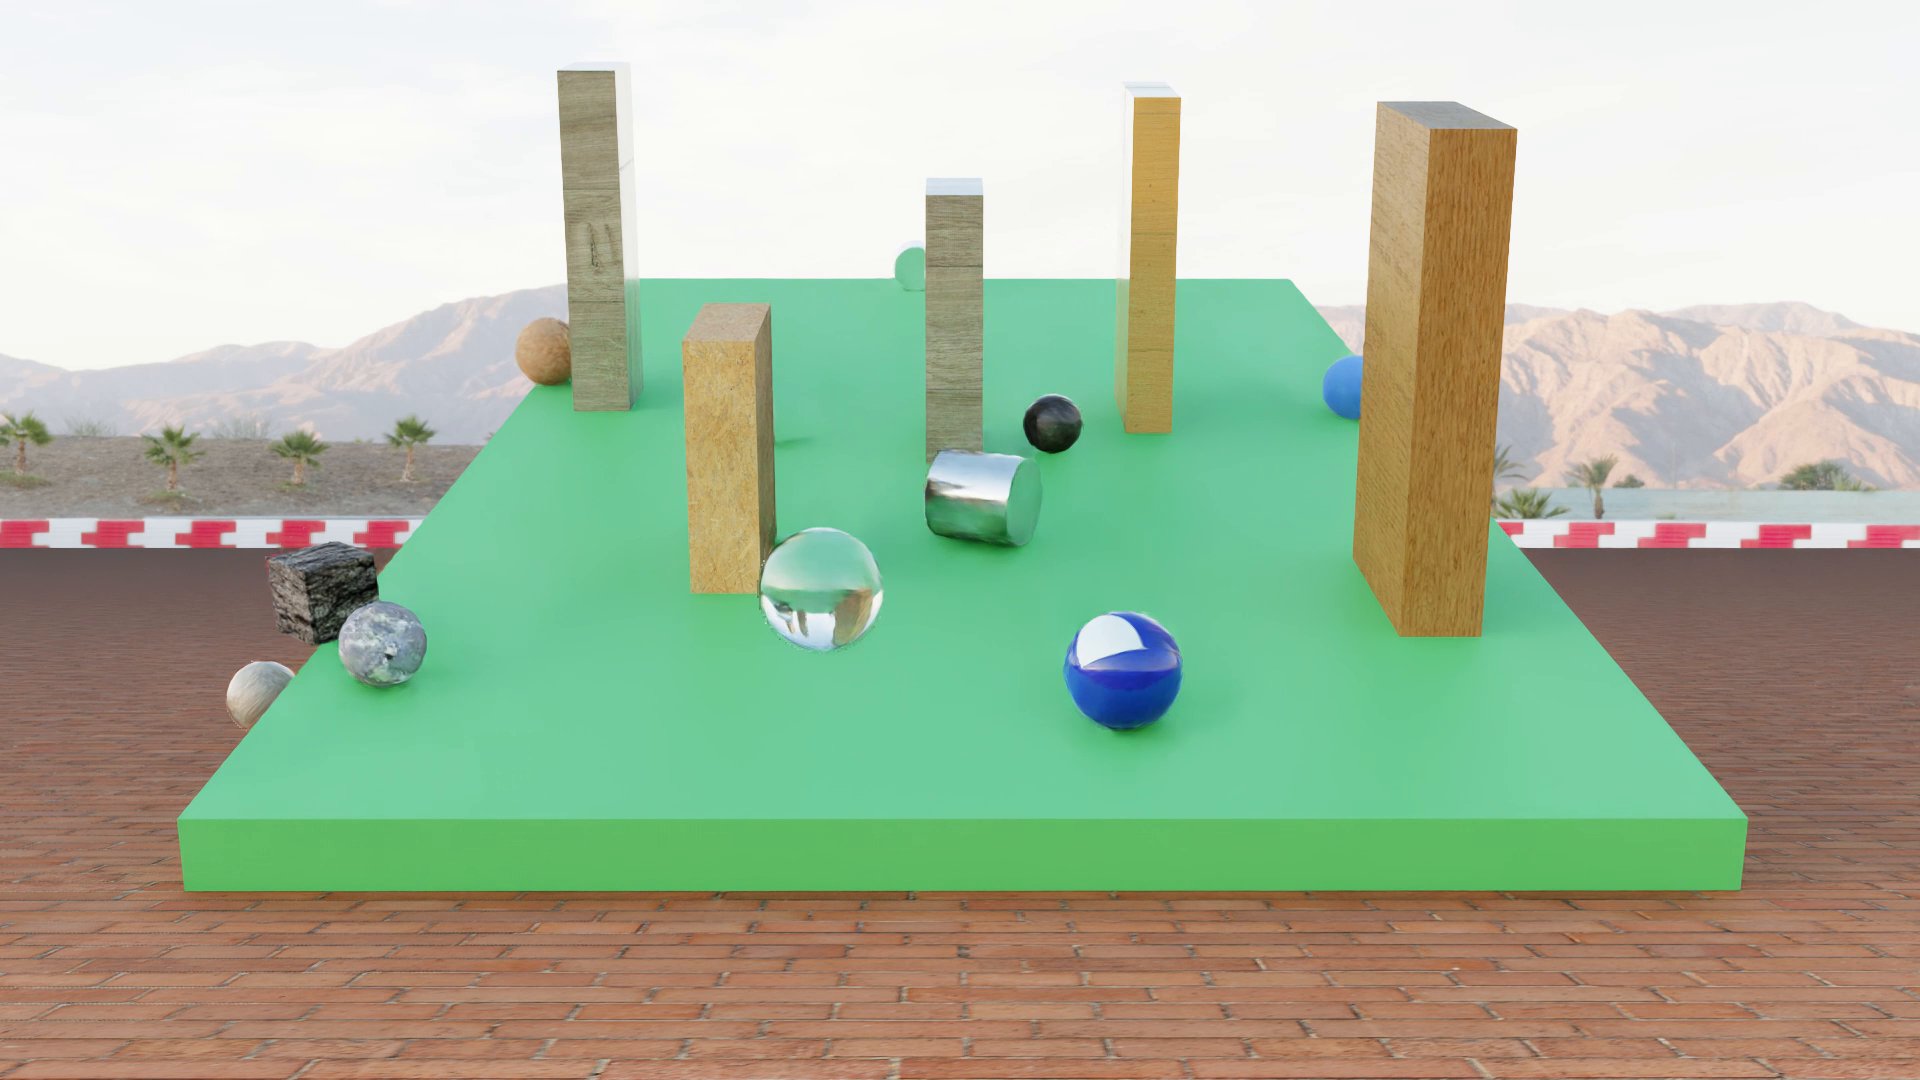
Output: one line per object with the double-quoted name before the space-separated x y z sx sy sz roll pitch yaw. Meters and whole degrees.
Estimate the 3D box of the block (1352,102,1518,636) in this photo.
"block" 0.759 -0.289 3.593 0.130 0.794 0.429 0 17 0

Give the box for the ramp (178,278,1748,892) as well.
"ramp" -0.002 -0.168 4.751 2.000 0.100 4.000 0 17 0

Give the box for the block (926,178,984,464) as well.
"block" -0.012 -0.456 4.581 0.116 0.550 0.265 0 17 0

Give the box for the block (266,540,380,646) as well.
"block" -1.008 0.083 3.517 0.121 0.121 0.121 -18 22 -41

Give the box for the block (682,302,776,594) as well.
"block" -0.392 -0.165 3.812 0.117 0.429 0.340 0 17 0

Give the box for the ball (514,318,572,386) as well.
"ball" -0.970 -0.445 5.224 0.159 0.159 0.159 0 0 0

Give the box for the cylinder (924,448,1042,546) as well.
"cylinder" 0.043 -0.077 3.989 0.160 0.160 0.160 8 3 24

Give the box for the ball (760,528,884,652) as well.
"ball" -0.214 0.076 3.421 0.191 0.191 0.191 0 0 0

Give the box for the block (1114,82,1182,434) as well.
"block" 0.408 -0.627 4.865 0.098 0.715 0.371 0 17 0

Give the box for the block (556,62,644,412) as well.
"block" -0.806 -0.684 4.988 0.125 0.752 0.241 0 17 0

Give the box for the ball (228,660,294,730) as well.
"ball" -1.635 0.368 5.209 0.168 0.168 0.168 0 0 0

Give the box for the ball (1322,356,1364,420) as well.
"ball" 0.872 -0.337 4.899 0.141 0.141 0.141 0 0 0

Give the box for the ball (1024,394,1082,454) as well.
"ball" 0.193 -0.242 4.611 0.123 0.123 0.123 0 0 0

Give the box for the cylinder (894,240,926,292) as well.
"cylinder" -0.130 -0.804 6.487 0.129 0.129 0.129 0 17 -2

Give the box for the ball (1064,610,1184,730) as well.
"ball" 0.229 0.183 3.106 0.168 0.168 0.168 0 0 0

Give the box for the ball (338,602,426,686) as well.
"ball" -0.852 0.154 3.271 0.126 0.126 0.126 0 0 0
